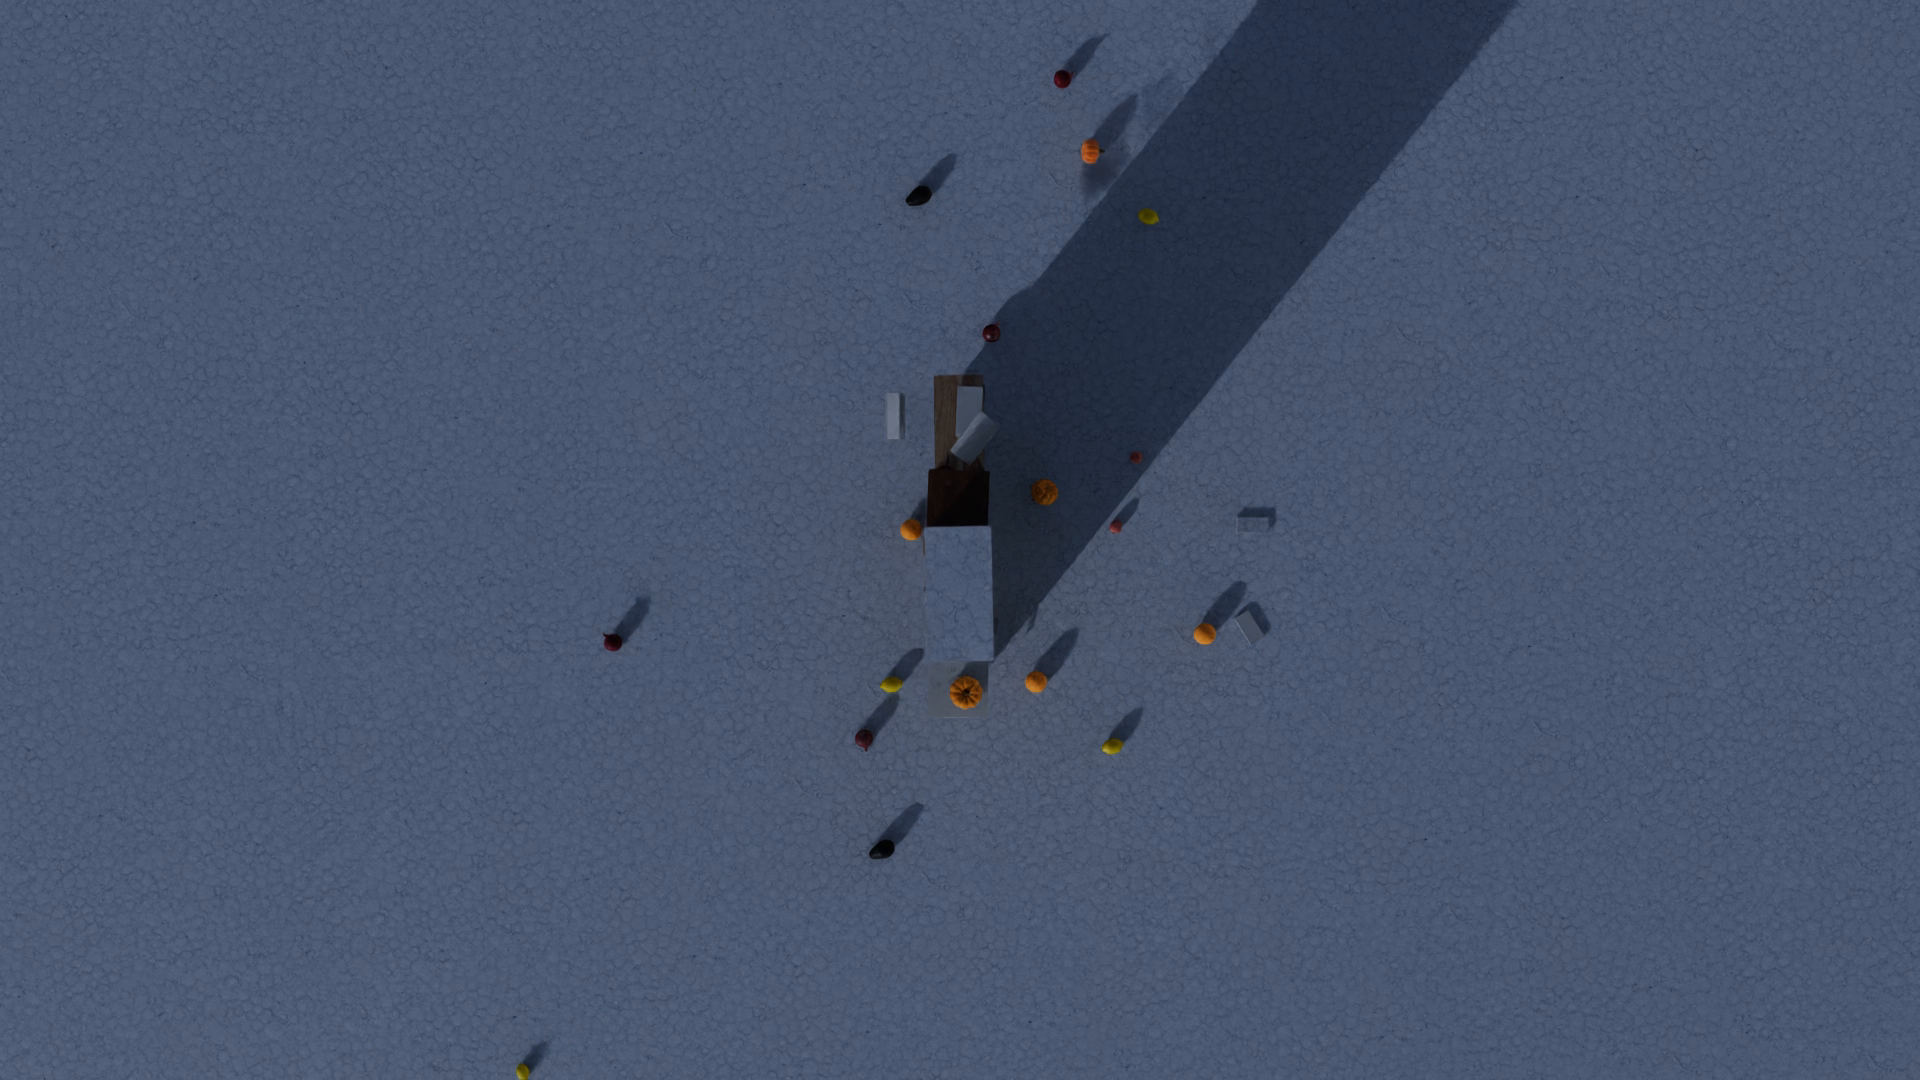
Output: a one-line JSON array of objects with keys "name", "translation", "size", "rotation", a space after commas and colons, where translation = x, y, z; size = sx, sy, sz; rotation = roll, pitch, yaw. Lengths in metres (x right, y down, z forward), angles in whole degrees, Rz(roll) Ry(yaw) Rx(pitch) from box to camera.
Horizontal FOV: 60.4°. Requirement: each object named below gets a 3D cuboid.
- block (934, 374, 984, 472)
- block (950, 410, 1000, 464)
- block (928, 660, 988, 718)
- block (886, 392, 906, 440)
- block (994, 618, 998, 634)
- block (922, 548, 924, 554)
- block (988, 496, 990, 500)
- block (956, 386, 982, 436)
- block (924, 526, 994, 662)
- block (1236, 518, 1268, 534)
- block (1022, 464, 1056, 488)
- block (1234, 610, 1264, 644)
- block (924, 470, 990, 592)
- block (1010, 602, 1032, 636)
[{"name": "block", "translation": [-0.002, -0.333, 4.790], "size": [0.144, 0.041, 0.288], "rotation": [-1, 90, 0]}, {"name": "block", "translation": [0.044, -0.293, 4.739], "size": [0.072, 0.020, 0.144], "rotation": [37, 102, -8]}, {"name": "block", "translation": [-0.005, 0.319, 4.521], "size": [0.165, 0.047, 0.330], "rotation": [0, 90, 0]}, {"name": "block", "translation": [-0.200, -0.388, 5.165], "size": [0.020, 0.072, 0.144], "rotation": [0, 90, -38]}, {"name": "block", "translation": [0.072, 0.282, 5.493], "size": [0.105, 0.015, 0.053], "rotation": [4, 90, 0]}, {"name": "block", "translation": [-0.009, 0.017, 4.296], "size": [0.167, 0.334, 0.047], "rotation": [3, 90, 0]}, {"name": "block", "translation": [-0.003, -0.134, 4.676], "size": [0.166, 0.332, 0.047], "rotation": [0, 90, 0]}, {"name": "block", "translation": [0.026, -0.369, 4.759], "size": [0.072, 0.020, 0.144], "rotation": [3, 90, 0]}, {"name": "block", "translation": [-0.002, 0.133, 4.105], "size": [0.167, 0.047, 0.334], "rotation": [-1, 90, 0]}, {"name": "block", "translation": [0.974, -0.049, 5.493], "size": [0.104, 0.015, 0.052], "rotation": [1, 90, 0]}, {"name": "block", "translation": [0.262, -0.216, 5.493], "size": [0.104, 0.015, 0.052], "rotation": [-17, 90, 0]}, {"name": "block", "translation": [0.964, 0.291, 5.493], "size": [0.052, 0.015, 0.104], "rotation": [-32, 90, 0]}, {"name": "block", "translation": [-0.008, -0.022, 4.487], "size": [0.166, 0.047, 0.332], "rotation": [2, 90, 0]}, {"name": "block", "translation": [0.206, 0.262, 5.493], "size": [0.053, 0.015, 0.105], "rotation": [13, 90, 0]}]
